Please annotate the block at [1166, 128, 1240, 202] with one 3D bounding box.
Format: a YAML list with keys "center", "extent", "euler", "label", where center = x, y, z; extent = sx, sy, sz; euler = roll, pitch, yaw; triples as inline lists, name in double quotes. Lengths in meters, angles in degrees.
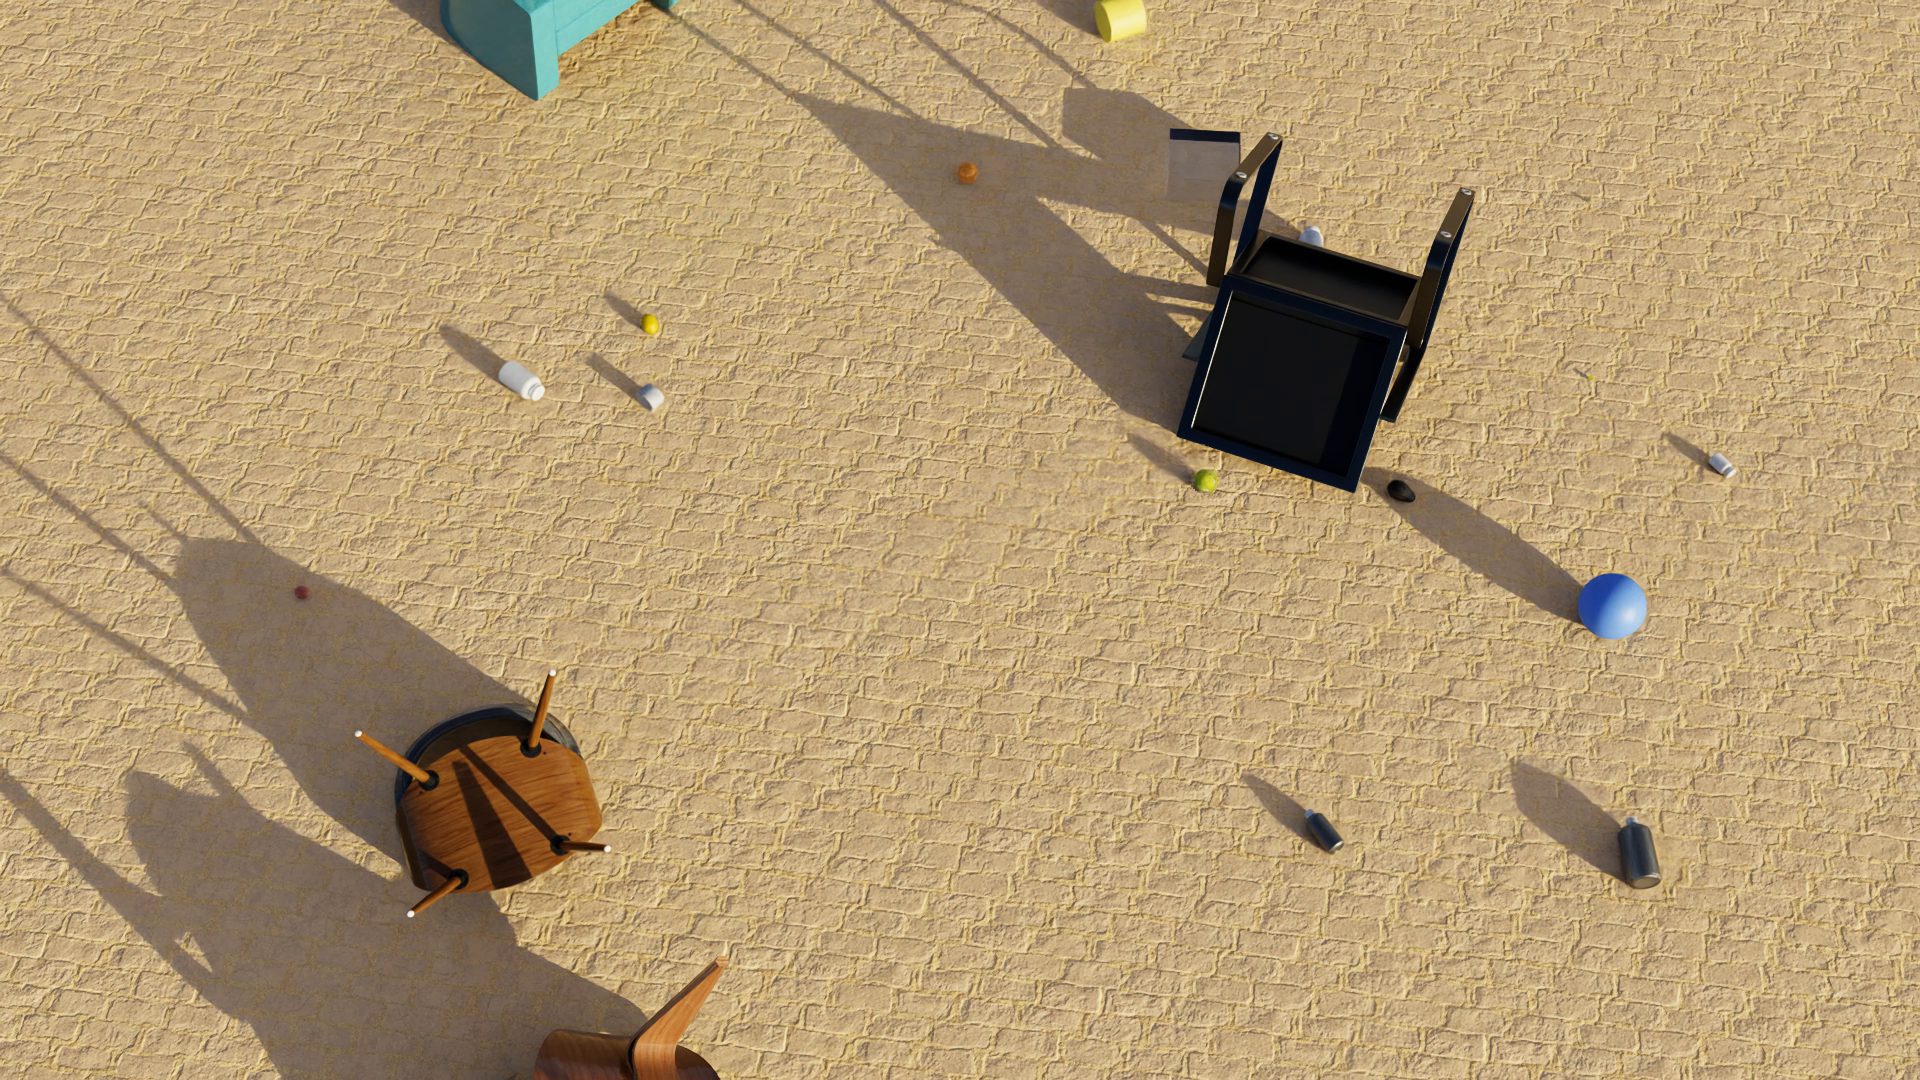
- center: [0.814, -1.252, 7.351]
  extent: [0.236, 0.105, 0.224]
  euler: [3, 56, 2]
  label: "block"

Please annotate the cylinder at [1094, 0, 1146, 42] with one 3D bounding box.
- center: [0.563, -1.841, 7.727]
  extent: [0.136, 0.129, 0.147]
  euler: [-20, 98, -13]
  label: "cylinder"

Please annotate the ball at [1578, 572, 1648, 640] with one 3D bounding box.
- center: [1.878, 0.191, 6.331]
  extent: [0.192, 0.192, 0.192]
  euler: [0, 56, 0]
  label: "ball"
